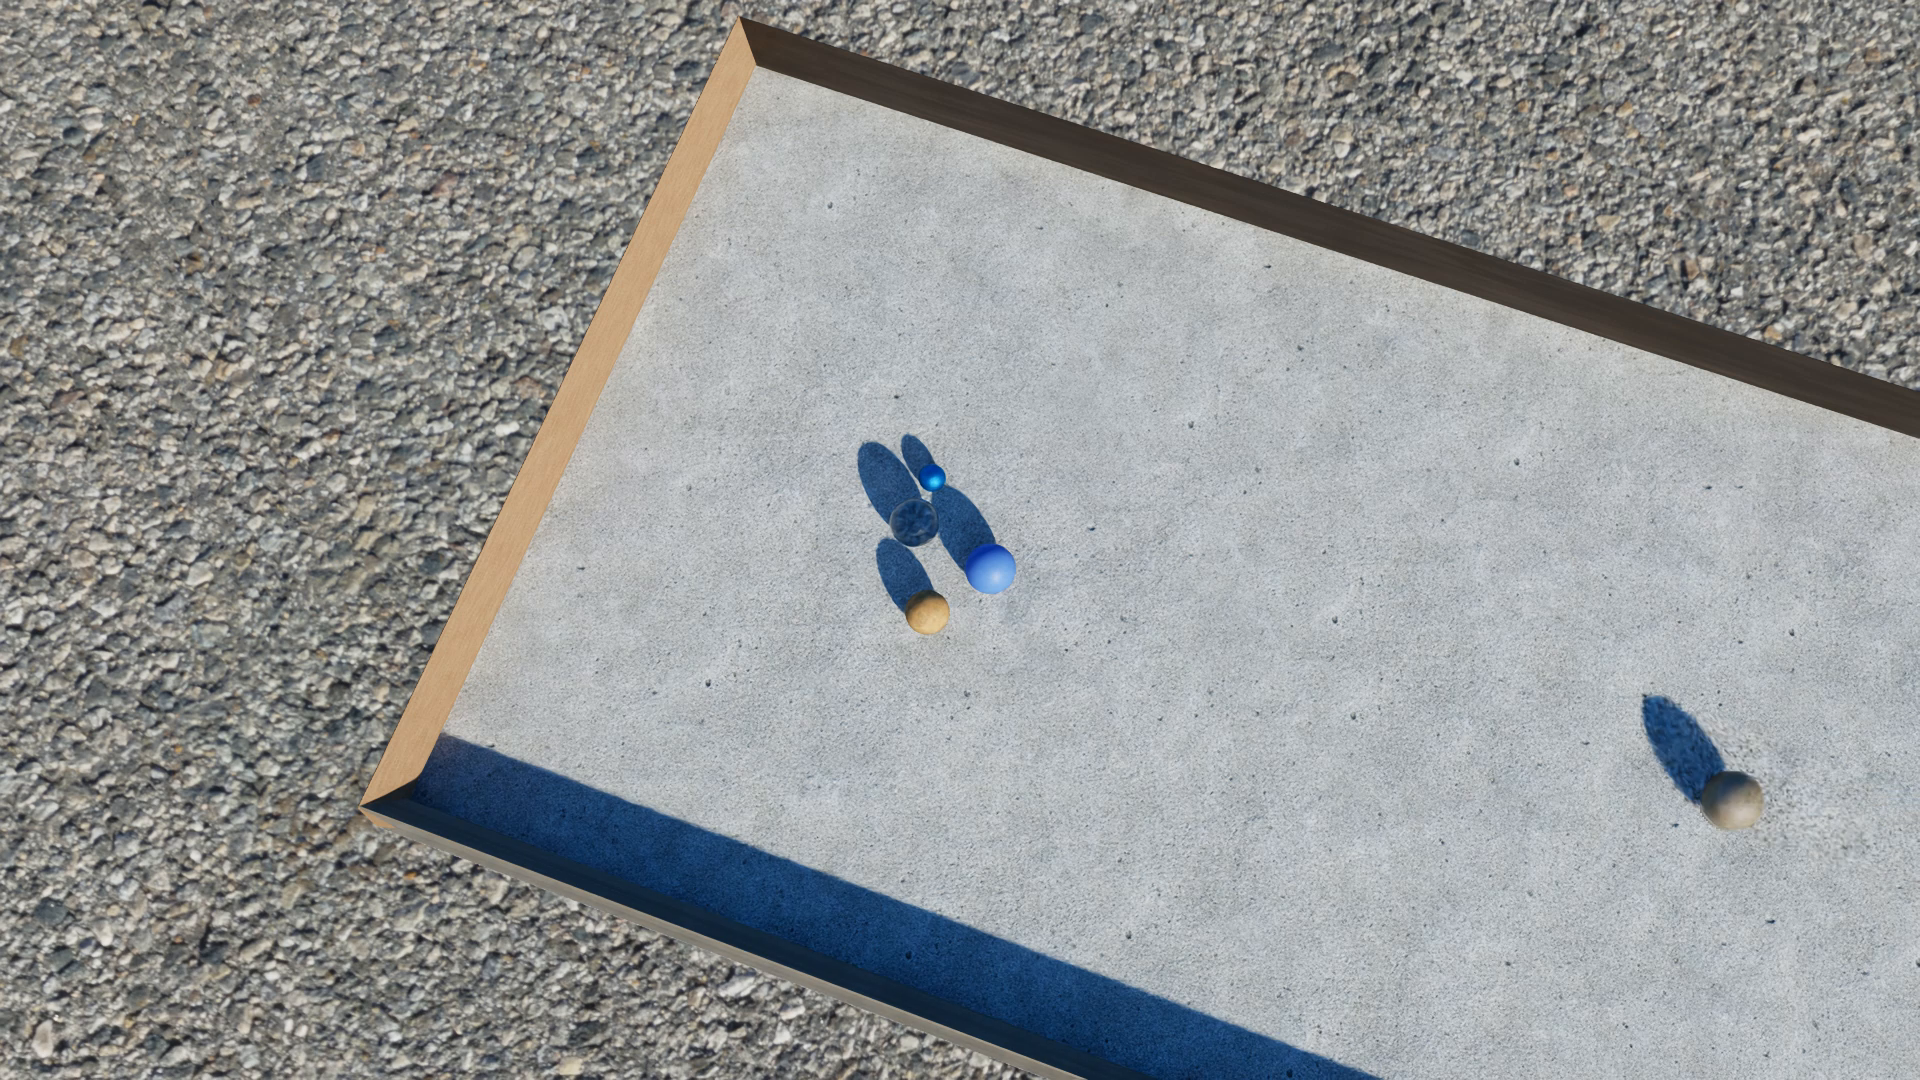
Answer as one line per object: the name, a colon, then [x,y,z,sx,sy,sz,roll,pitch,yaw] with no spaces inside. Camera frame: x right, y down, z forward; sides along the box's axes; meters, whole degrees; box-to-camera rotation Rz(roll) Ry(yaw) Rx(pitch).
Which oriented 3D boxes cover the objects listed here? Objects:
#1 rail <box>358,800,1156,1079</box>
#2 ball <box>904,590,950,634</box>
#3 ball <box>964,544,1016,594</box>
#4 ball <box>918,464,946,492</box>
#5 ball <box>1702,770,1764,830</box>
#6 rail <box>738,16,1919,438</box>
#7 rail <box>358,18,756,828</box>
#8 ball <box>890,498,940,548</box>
rail: [0.384,0.828,3.120,2.690,0.117,0.045,19,70,7]
ball: [-0.051,0.113,3.424,0.070,0.070,0.070,0,69,0]
ball: [0.048,0.045,3.445,0.080,0.080,0.080,0,69,0]
ball: [-0.044,-0.099,3.520,0.044,0.044,0.044,0,69,0]
ball: [1.161,0.392,3.305,0.090,0.090,0.090,0,69,0]
rail: [0.877,-0.411,3.600,2.690,0.117,0.045,19,70,7]
rail: [-0.608,-0.220,3.526,0.045,0.117,1.464,19,70,7]
ball: [-0.072,-0.028,3.473,0.079,0.079,0.079,0,69,0]
